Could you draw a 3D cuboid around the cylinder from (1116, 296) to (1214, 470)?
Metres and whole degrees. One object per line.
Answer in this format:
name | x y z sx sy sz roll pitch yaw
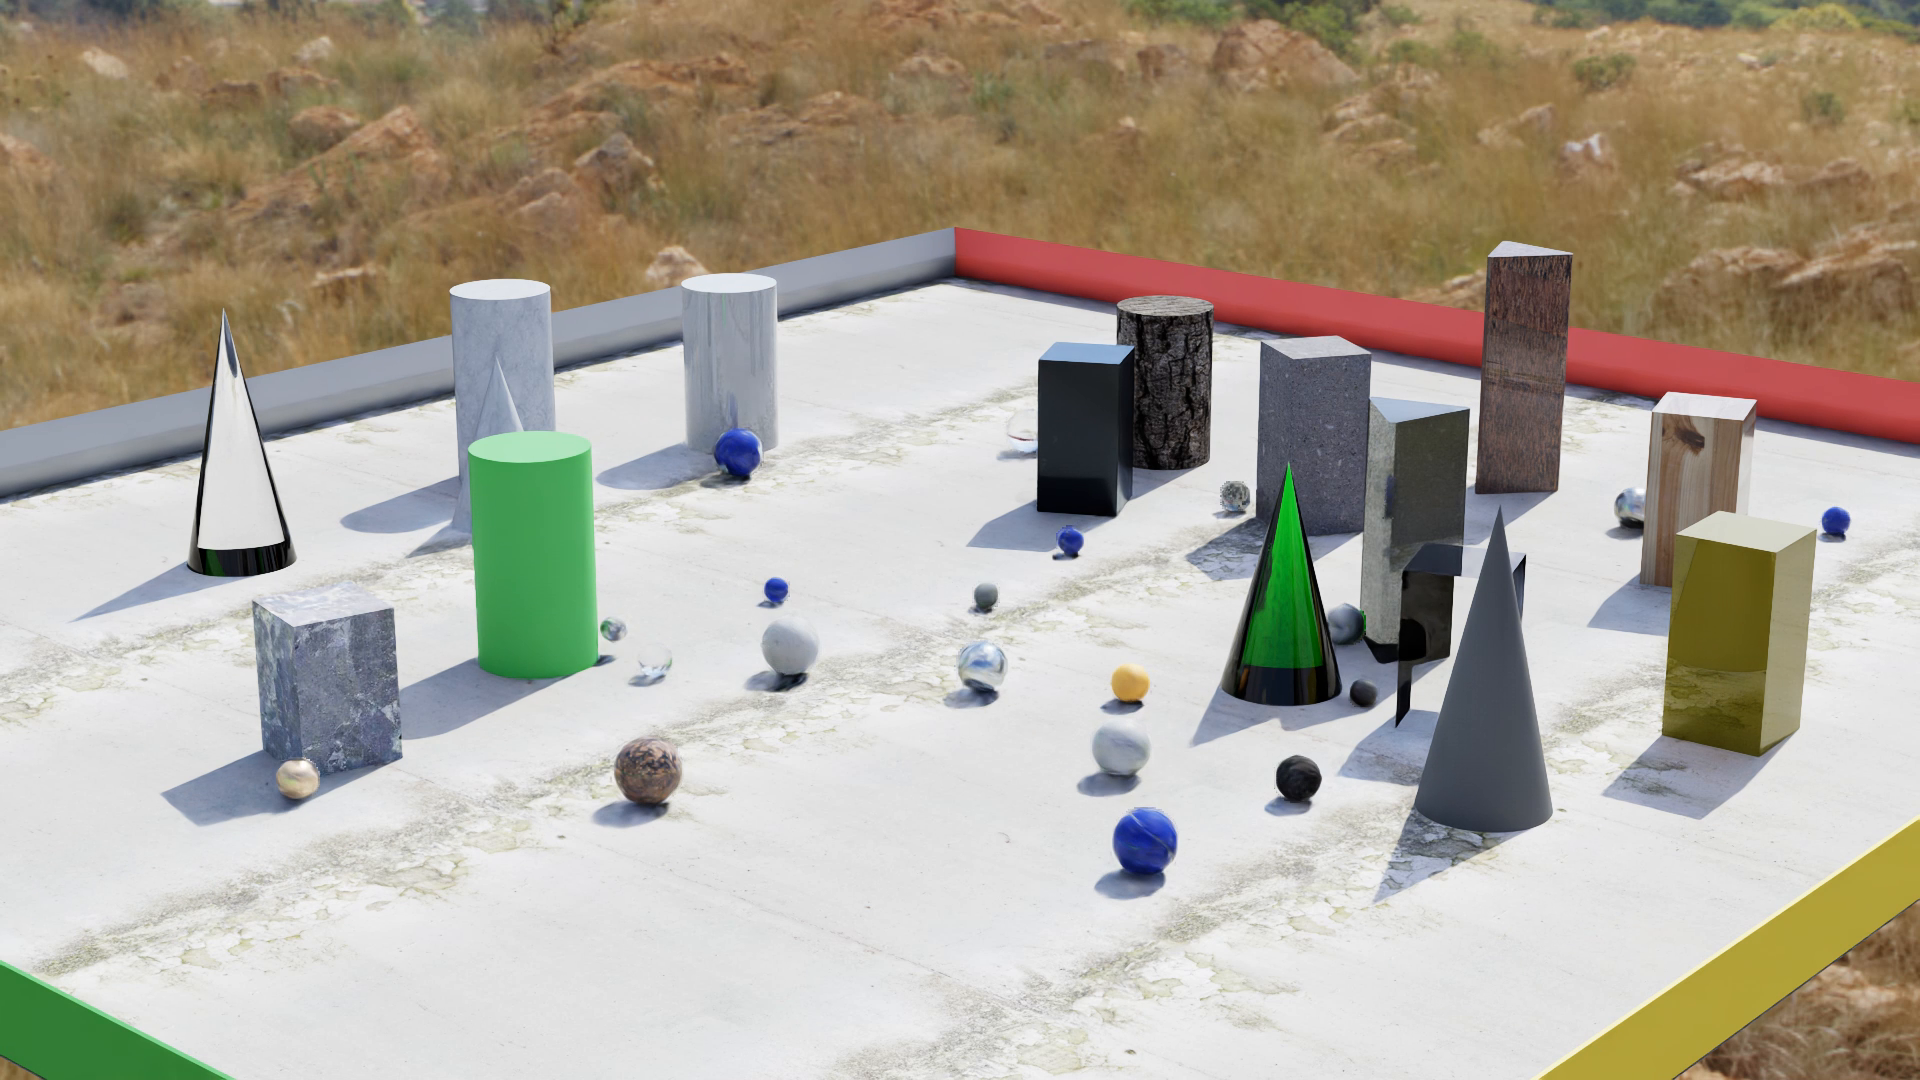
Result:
cylinder | 0.414 -0.321 5.963 0.195 0.318 0.195 0 17 0

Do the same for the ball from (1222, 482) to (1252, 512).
ball | 0.530 -0.083 5.623 0.057 0.057 0.057 0 17 0

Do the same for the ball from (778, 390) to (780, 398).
ball | -0.436 -0.314 6.332 0.092 0.092 0.092 0 17 0

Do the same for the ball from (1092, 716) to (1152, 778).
ball | 0.236 0.303 4.292 0.088 0.088 0.088 0 17 0

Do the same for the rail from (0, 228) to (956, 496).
rail | -1.360 -0.309 6.250 0.045 0.127 4.157 14 22 39

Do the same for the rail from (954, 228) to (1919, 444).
rail | 1.347 -0.416 6.605 3.649 0.127 0.045 14 22 39

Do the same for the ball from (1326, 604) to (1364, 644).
ball | 0.637 0.140 4.867 0.069 0.069 0.069 0 17 0

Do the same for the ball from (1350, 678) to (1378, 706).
ball | 0.631 0.238 4.584 0.043 0.043 0.043 0 17 0

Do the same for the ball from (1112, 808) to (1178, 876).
ball | 0.249 0.406 3.945 0.090 0.090 0.090 0 17 0

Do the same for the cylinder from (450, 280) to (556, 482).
cylinder | -0.903 -0.309 5.810 0.195 0.383 0.195 0 17 0

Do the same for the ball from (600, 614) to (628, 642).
ball | -0.568 0.145 4.814 0.046 0.046 0.046 0 17 0

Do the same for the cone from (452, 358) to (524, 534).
cone | -0.866 -0.191 5.522 0.195 0.323 0.195 0 17 0

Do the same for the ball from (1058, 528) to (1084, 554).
ball | 0.203 0.002 5.358 0.049 0.049 0.049 0 17 0

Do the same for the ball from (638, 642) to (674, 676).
ball | -0.489 0.192 4.716 0.055 0.055 0.055 0 17 0

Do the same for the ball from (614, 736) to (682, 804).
ball | -0.446 0.329 4.187 0.098 0.098 0.098 0 17 0

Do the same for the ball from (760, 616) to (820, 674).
ball | -0.273 0.169 4.722 0.096 0.096 0.096 0 17 0

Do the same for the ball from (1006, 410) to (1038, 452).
ball | 0.139 -0.225 6.041 0.089 0.089 0.089 0 17 0

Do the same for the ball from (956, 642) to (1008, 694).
ball | 0.036 0.202 4.640 0.081 0.081 0.081 0 17 0

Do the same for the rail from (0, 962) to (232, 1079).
rail | -1.347 0.480 3.635 3.649 0.127 0.045 14 22 39

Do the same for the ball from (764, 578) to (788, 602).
ball | -0.319 0.086 5.088 0.044 0.044 0.044 0 17 0

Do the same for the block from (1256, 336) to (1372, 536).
block | 0.661 -0.195 5.502 0.156 0.342 0.156 -5 17 -16

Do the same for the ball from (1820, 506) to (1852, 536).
ball | 1.635 -0.036 5.472 0.055 0.055 0.055 0 17 0

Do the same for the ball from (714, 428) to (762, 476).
ball | -0.443 -0.175 5.862 0.097 0.097 0.097 0 17 0

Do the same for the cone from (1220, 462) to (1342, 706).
cone | 0.513 0.054 4.627 0.195 0.371 0.195 0 17 0

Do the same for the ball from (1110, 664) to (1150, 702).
ball | 0.268 0.224 4.599 0.062 0.062 0.062 0 17 0

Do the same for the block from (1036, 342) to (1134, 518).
block | 0.242 -0.214 5.641 0.156 0.299 0.156 4 17 14

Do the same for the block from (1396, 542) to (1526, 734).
block | 0.768 0.155 4.495 0.156 0.254 0.156 6 18 21

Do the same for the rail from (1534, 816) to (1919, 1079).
rail | 1.360 0.373 3.990 0.045 0.127 4.157 14 22 39

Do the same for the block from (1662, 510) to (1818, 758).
block | 1.177 0.140 4.432 0.156 0.320 0.156 12 21 35

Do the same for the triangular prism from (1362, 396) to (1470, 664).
triangular prism | 0.716 -0.024 4.825 0.169 0.406 0.147 -11 20 -32

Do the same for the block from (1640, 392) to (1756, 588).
block | 1.306 -0.085 5.187 0.156 0.314 0.156 7 18 22

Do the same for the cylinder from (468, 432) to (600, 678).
cylinder | -0.689 0.023 4.750 0.195 0.360 0.195 0 17 0

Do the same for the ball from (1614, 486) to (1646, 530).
ball | 1.269 -0.060 5.509 0.080 0.080 0.080 0 17 0

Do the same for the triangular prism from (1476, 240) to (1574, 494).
triangular prism | 1.083 -0.341 5.761 0.169 0.473 0.147 -3 17 -9

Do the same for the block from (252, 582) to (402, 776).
block | -0.939 0.207 4.355 0.156 0.236 0.156 -11 20 -33

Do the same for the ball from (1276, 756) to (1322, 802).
ball | 0.485 0.342 4.202 0.066 0.066 0.066 0 17 0

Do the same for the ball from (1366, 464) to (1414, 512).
ball | 0.824 -0.100 5.622 0.092 0.092 0.092 0 17 0

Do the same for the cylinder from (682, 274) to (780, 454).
cylinder | -0.474 -0.365 6.069 0.195 0.340 0.195 0 17 0

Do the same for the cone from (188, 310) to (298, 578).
cone | -1.303 -0.188 5.255 0.195 0.472 0.195 0 17 0

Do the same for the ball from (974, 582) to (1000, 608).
ball | 0.045 0.095 5.057 0.044 0.044 0.044 0 17 0

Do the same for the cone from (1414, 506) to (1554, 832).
cone | 0.748 0.165 4.122 0.195 0.451 0.195 0 17 0

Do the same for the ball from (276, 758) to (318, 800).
ball | -0.951 0.343 4.208 0.059 0.059 0.059 0 17 0
